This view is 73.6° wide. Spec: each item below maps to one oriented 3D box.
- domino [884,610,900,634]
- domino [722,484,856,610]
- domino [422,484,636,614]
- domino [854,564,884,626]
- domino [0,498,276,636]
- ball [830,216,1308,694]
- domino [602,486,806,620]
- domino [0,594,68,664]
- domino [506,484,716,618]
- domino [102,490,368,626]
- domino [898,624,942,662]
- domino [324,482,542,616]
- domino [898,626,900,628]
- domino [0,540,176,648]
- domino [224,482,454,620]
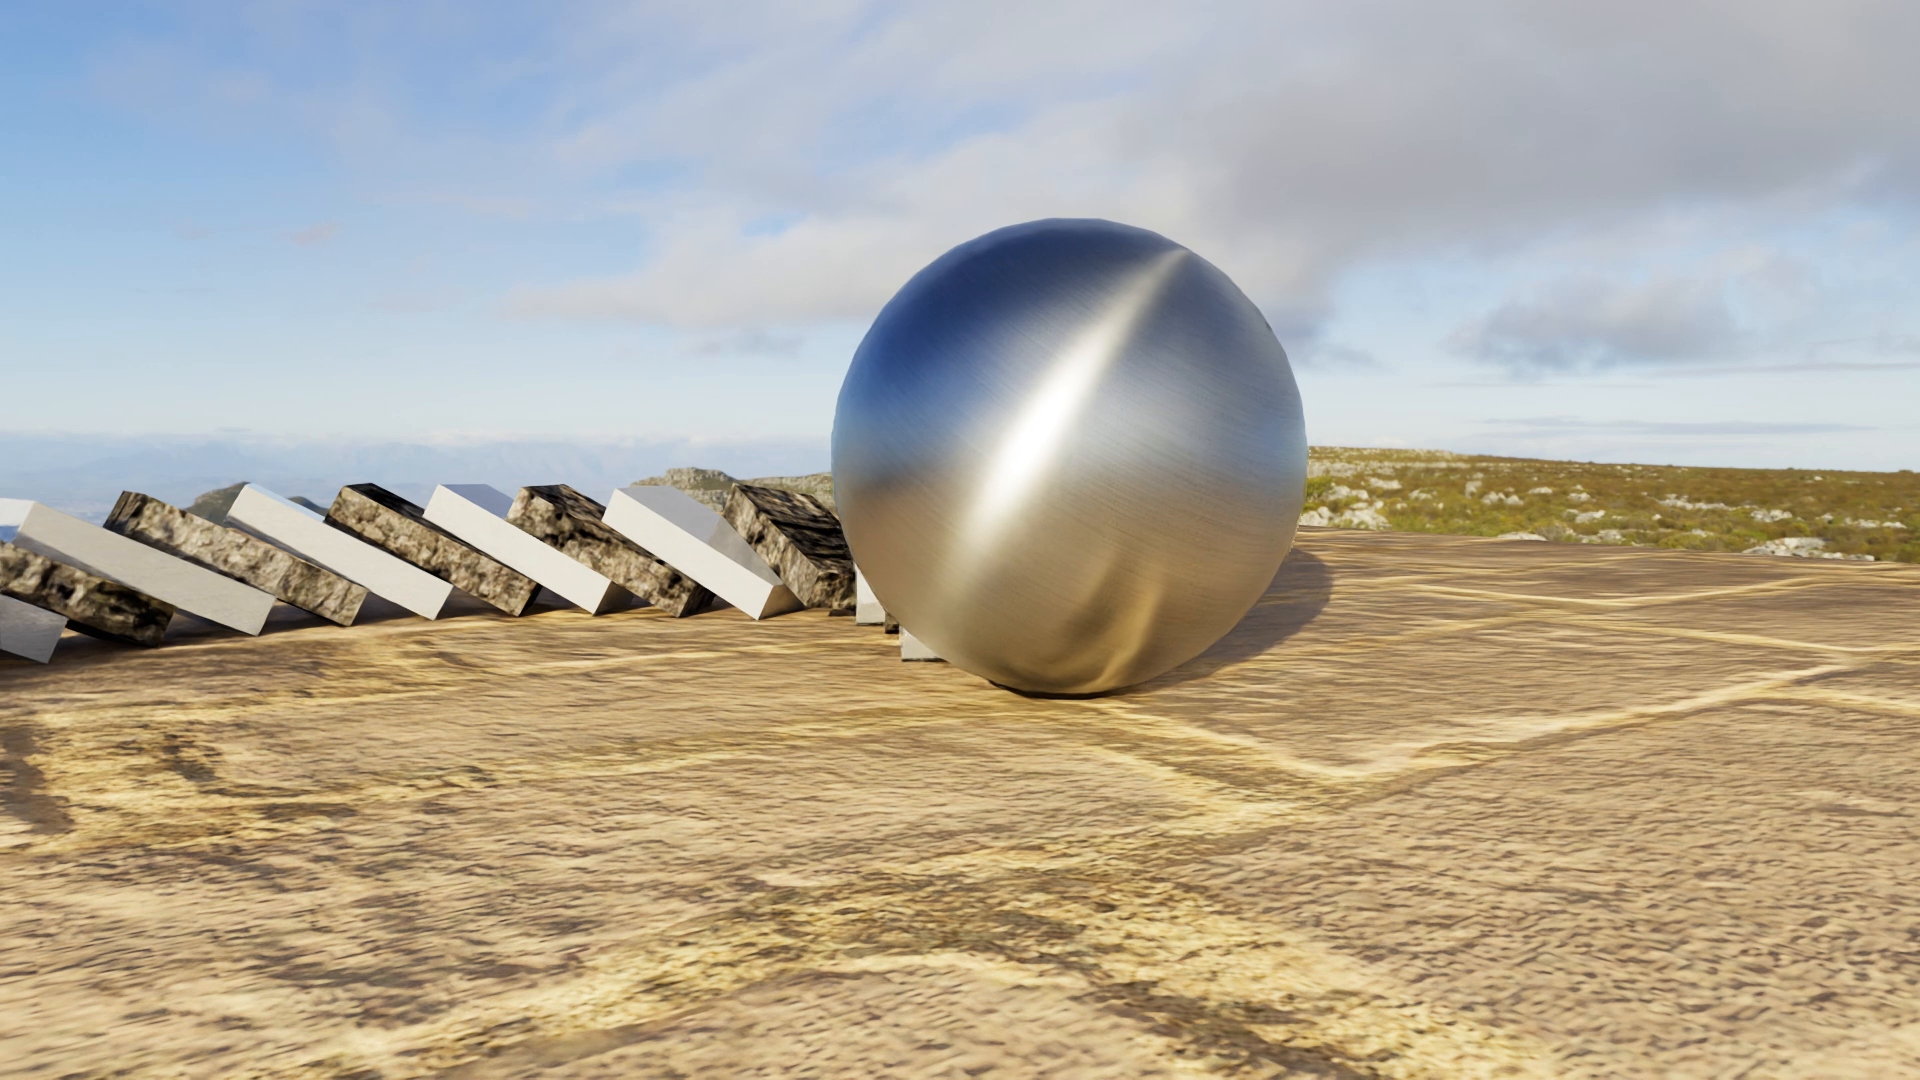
[{"bbox_3d":[-0.006,-0.002,0.301,0.025,0.050,0.010,-1,-37,-7],"label":"domino"},{"bbox_3d":[-0.039,0.002,0.330,0.025,0.009,0.050,8,22,-40],"label":"domino"},{"bbox_3d":[-0.109,0.002,0.330,0.050,0.009,0.025,29,5,4],"label":"domino"},{"bbox_3d":[-0.013,-0.003,0.313,0.025,0.050,0.010,0,-37,-7],"label":"domino"},{"bbox_3d":[-0.178,0.006,0.275,0.025,0.009,0.050,4,-22,39],"label":"domino"},{"bbox_3d":[0.018,-0.014,0.219,0.080,0.080,0.080,0,4,0],"label":"ball"},{"bbox_3d":[-0.063,0.002,0.327,0.050,0.010,0.025,30,14,16],"label":"domino"},{"bbox_3d":[-0.197,0.009,0.235,0.025,0.010,0.050,2,-22,27],"label":"domino"},{"bbox_3d":[-0.087,0.002,0.327,0.050,0.009,0.025,29,7,4],"label":"domino"},{"bbox_3d":[-0.165,0.005,0.293,0.025,0.009,0.050,5,-22,48],"label":"domino"},{"bbox_3d":[-0.001,0.001,0.264,0.025,0.050,0.010,-1,-37,-7],"label":"domino"},{"bbox_3d":[-0.130,0.002,0.323,0.050,0.010,0.025,29,-1,-11],"label":"domino"},{"bbox_3d":[-0.002,-0.001,0.289,0.025,0.050,0.010,0,-37,-7],"label":"domino"},{"bbox_3d":[-0.188,0.008,0.255,0.025,0.010,0.050,3,-22,32],"label":"domino"},{"bbox_3d":[-0.150,0.003,0.311,0.050,0.010,0.025,31,-9,-24],"label":"domino"}]
